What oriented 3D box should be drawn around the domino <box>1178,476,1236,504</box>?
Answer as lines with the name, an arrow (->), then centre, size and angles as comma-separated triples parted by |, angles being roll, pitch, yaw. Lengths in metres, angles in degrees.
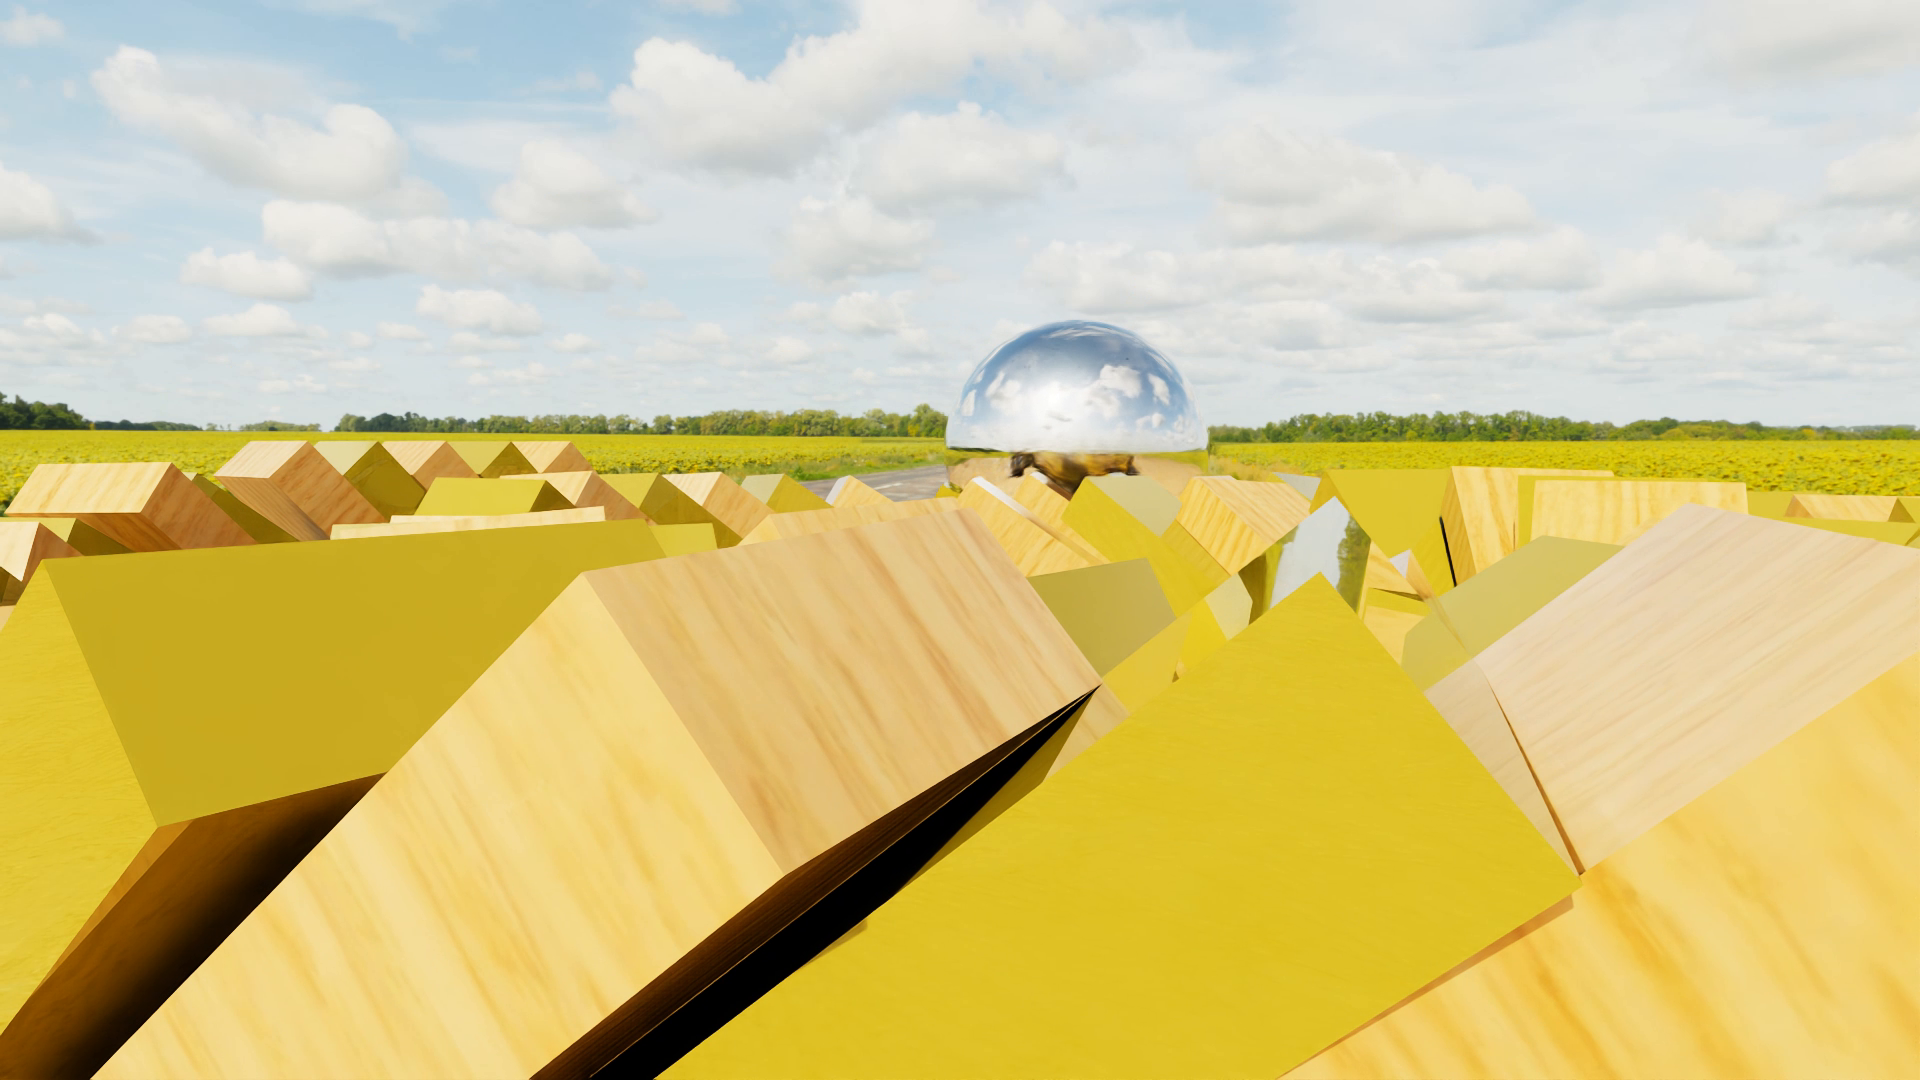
domino -> 0.074, 0.003, 0.290 | 0.050, 0.009, 0.025 | 38, 21, 23

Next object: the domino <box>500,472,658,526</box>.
domino -> -0.059, 0.006, 0.233 | 0.025, 0.009, 0.050 | 0, -32, 36

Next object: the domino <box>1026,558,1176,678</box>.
domino -> -0.007, 0.018, 0.114 | 0.050, 0.009, 0.025 | -32, -14, 32

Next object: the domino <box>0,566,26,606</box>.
domino -> -0.120, 0.015, 0.154 | 0.025, 0.010, 0.050 | -1, -24, -9

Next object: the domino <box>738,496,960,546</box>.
domino -> -0.022, 0.015, 0.124 | 0.050, 0.009, 0.025 | -40, -18, 32

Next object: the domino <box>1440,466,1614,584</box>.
domino -> 0.090, 0.009, 0.194 | 0.025, 0.010, 0.050 | 2, 42, 8

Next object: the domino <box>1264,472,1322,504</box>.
domino -> 0.091, 0.003, 0.284 | 0.025, 0.009, 0.050 | 2, 34, -50

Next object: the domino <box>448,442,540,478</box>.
domino -> -0.091, 0.000, 0.279 | 0.025, 0.050, 0.010 | 4, 49, 40

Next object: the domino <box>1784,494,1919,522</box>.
domino -> 0.151, 0.011, 0.196 | 0.025, 0.010, 0.050 | 1, 35, 4

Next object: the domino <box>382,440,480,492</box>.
domino -> -0.101, 0.001, 0.270 | 0.025, 0.050, 0.009 | 3, 49, 40

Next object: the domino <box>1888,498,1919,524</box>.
domino -> 0.151, 0.012, 0.177 | 0.025, 0.010, 0.050 | 3, 35, 12

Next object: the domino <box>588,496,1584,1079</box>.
domino -> -0.003, 0.019, 0.050 | 0.050, 0.009, 0.025 | -41, -6, 17

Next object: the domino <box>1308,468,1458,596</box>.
domino -> 0.080, 0.008, 0.212 | 0.025, 0.010, 0.050 | -1, 42, -13

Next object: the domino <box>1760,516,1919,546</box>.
domino -> 0.076, 0.015, 0.135 | 0.050, 0.010, 0.025 | -36, 19, -21

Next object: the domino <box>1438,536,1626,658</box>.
domino -> 0.040, 0.017, 0.114 | 0.050, 0.009, 0.025 | -31, 6, -2

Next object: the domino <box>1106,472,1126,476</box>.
domino -> 0.053, 0.003, 0.293 | 0.050, 0.009, 0.025 | 35, 12, 10

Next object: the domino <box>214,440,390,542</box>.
domino -> -0.118, 0.002, 0.250 | 0.025, 0.050, 0.009 | 4, 49, 40

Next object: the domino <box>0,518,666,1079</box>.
domino -> -0.035, 0.019, 0.060 | 0.050, 0.010, 0.025 | -42, -18, 27

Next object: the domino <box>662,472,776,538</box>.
domino -> -0.038, 0.004, 0.262 | 0.050, 0.010, 0.025 | 39, -22, -32

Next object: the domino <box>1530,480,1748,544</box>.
domino -> 0.084, 0.012, 0.159 | 0.025, 0.009, 0.050 | 2, 41, 26

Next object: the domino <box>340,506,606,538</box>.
domino -> -0.053, 0.013, 0.149 | 0.025, 0.010, 0.050 | -6, -26, -17

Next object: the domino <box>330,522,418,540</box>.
domino -> -0.062, 0.013, 0.171 | 0.025, 0.010, 0.050 | -2, -25, -3

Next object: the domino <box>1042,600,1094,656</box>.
domino -> -0.001, 0.011, 0.240 | 0.050, 0.009, 0.025 | 19, 2, 15

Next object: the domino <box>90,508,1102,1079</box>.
domino -> -0.019, 0.019, 0.054 | 0.050, 0.009, 0.025 | -41, -12, 23

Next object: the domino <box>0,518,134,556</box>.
domino -> -0.129, 0.012, 0.196 | 0.025, 0.010, 0.050 | 1, -25, 9

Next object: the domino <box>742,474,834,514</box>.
domino -> -0.024, 0.004, 0.276 | 0.050, 0.009, 0.025 | 35, -14, -23

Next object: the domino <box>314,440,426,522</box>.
domino -> -0.110, 0.001, 0.260 | 0.025, 0.050, 0.009 | 4, 49, 40

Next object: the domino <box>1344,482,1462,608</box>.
domino -> 0.108, 0.005, 0.269 | 0.025, 0.010, 0.050 | -3, 36, -39

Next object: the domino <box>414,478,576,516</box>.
domino -> -0.065, 0.008, 0.218 | 0.025, 0.010, 0.050 | 2, -31, 29

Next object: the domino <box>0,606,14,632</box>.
domino -> -0.055, 0.020, 0.070 | 0.050, 0.009, 0.025 | -37, -18, 32

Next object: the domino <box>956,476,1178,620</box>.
domino -> 0.021, 0.007, 0.233 | 0.050, 0.010, 0.025 | 35, 6, 1

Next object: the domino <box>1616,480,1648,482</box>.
domino -> 0.134, 0.007, 0.235 | 0.025, 0.010, 0.050 | -1, 37, -26

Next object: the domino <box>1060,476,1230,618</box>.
domino -> 0.045, 0.007, 0.238 | 0.050, 0.009, 0.025 | 42, 25, 27

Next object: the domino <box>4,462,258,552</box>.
domino -> -0.128, 0.007, 0.214 | 0.025, 0.010, 0.050 | 0, -36, 13

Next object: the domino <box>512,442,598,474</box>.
domino -> -0.082, -0.001, 0.288 | 0.025, 0.050, 0.009 | 4, 49, 40

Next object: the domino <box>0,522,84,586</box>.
domino -> -0.125, 0.013, 0.174 | 0.025, 0.009, 0.050 | -1, -25, -4

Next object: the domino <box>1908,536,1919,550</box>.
domino -> 0.029, 0.019, 0.048 | 0.050, 0.009, 0.025 | -41, 1, 6

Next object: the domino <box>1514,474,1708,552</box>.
domino -> 0.090, 0.011, 0.175 | 0.025, 0.009, 0.050 | 2, 42, 21

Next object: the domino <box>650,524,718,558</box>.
domino -> -0.043, 0.015, 0.135 | 0.025, 0.009, 0.050 | -3, -27, -27

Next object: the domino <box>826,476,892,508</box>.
domino -> -0.007, 0.003, 0.288 | 0.050, 0.009, 0.025 | 32, -5, -10

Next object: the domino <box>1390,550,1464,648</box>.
domino -> 0.016, 0.018, 0.108 | 0.050, 0.009, 0.025 | -29, -4, 21

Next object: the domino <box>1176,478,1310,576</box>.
domino -> 0.064, 0.007, 0.230 | 0.025, 0.009, 0.050 | 2, 35, -35

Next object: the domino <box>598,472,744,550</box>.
domino -> -0.050, 0.005, 0.248 | 0.025, 0.010, 0.050 | 1, -31, 43

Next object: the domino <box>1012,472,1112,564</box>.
domino -> 0.035, 0.003, 0.294 | 0.050, 0.009, 0.025 | 35, 8, 5

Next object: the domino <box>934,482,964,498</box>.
domino -> 0.016, 0.004, 0.294 | 0.050, 0.009, 0.025 | 31, 5, 1

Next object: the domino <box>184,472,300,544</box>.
domino -> -0.126, 0.006, 0.236 | 0.025, 0.010, 0.050 | 3, -32, 37

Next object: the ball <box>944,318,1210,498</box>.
ball -> 0.035, -0.027, 0.390 | 0.080, 0.080, 0.080 | 0, 4, 0

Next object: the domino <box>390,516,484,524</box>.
domino -> -0.063, 0.012, 0.193 | 0.025, 0.009, 0.050 | 0, -25, 4

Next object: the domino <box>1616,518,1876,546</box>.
domino -> 0.060, 0.016, 0.123 | 0.050, 0.010, 0.025 | -33, 14, -12

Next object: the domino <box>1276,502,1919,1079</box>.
domino -> 0.012, 0.019, 0.047 | 0.050, 0.009, 0.025 | -40, -4, 14

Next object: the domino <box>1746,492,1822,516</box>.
domino -> 0.147, 0.009, 0.216 | 0.025, 0.010, 0.050 | 0, 35, -5
